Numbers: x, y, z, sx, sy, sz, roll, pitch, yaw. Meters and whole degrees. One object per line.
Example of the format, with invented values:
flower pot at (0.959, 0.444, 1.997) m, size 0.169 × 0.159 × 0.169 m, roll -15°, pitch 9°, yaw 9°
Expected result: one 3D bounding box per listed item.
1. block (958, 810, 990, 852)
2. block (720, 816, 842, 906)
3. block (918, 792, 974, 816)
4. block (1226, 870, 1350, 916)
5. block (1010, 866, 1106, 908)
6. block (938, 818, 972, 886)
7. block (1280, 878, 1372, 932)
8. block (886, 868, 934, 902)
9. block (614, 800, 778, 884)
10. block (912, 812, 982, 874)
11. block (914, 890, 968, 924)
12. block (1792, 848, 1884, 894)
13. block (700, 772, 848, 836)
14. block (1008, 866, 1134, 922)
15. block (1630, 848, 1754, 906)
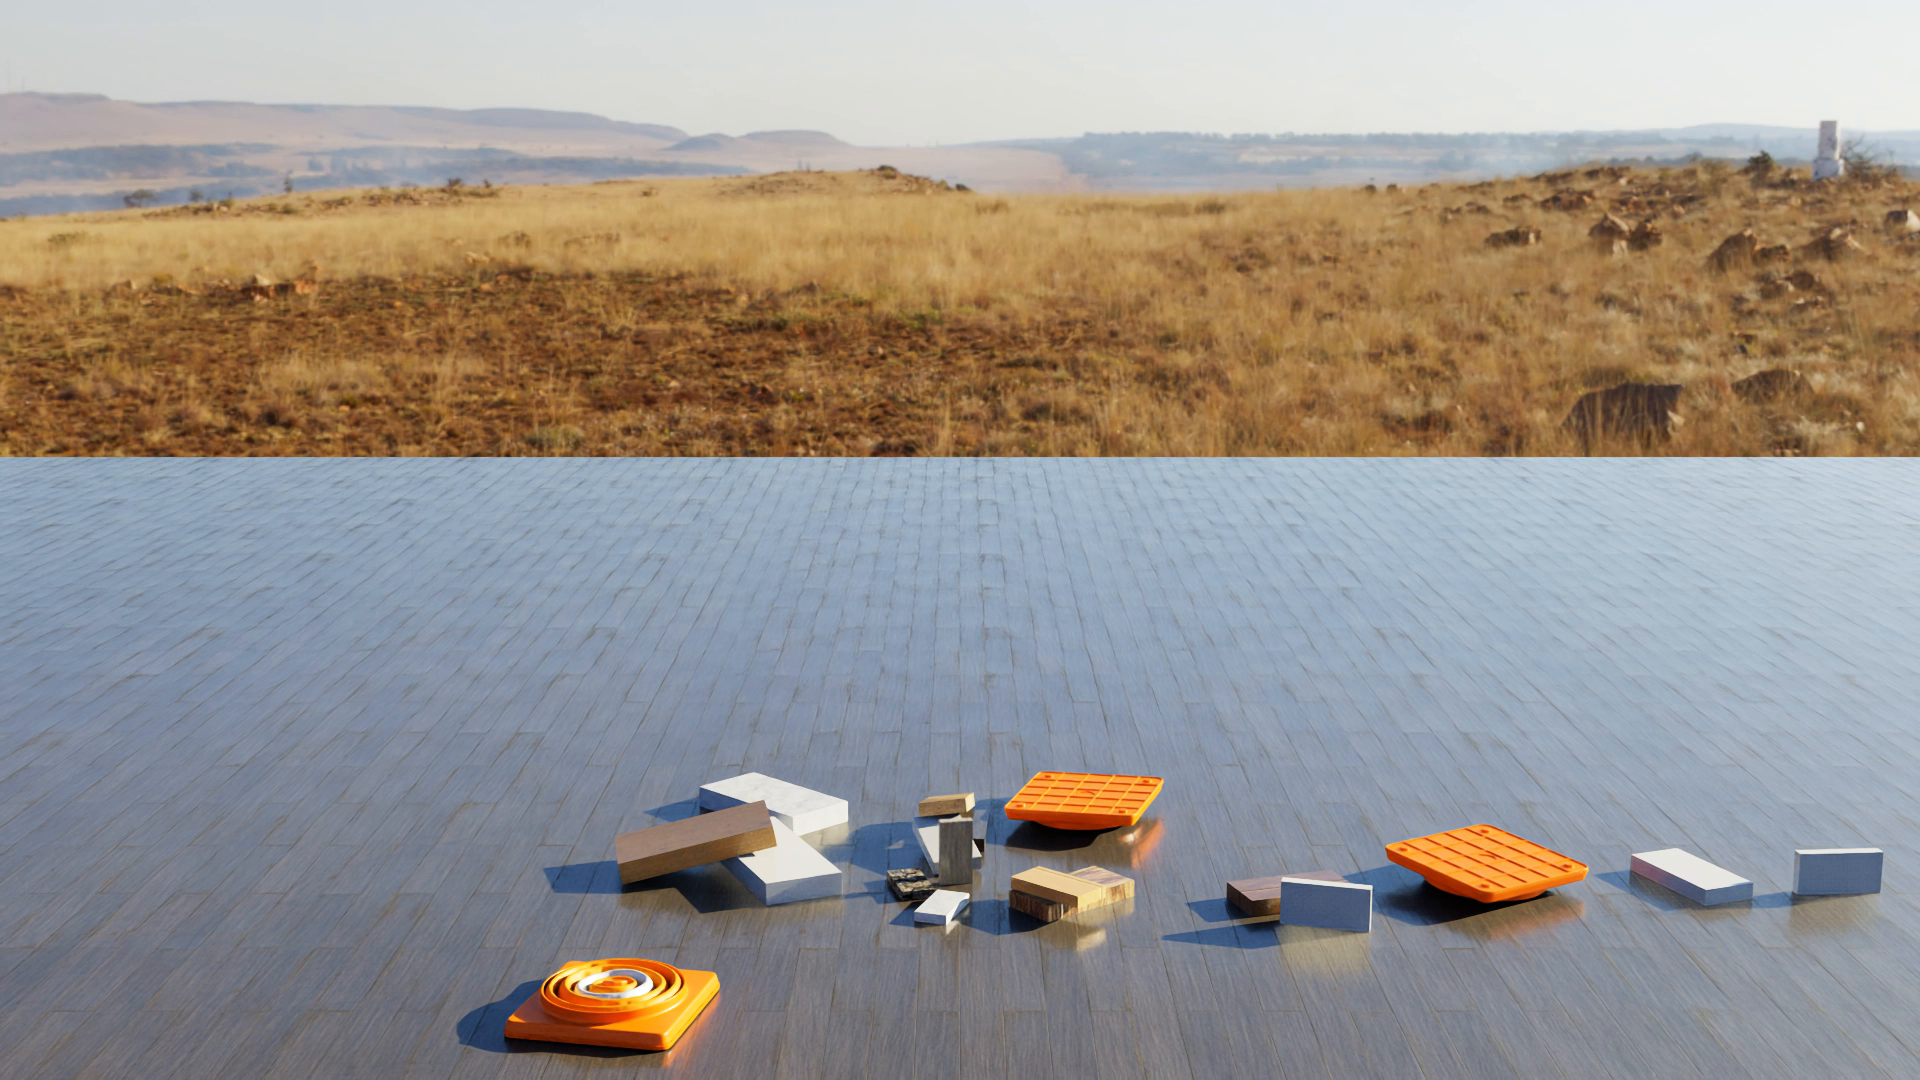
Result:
block at (0.007, 0.523, 3.965) m, size 0.084 × 0.024 × 0.168 m, roll 1°, pitch 11°, yaw 4°
block at (-0.326, 0.549, 3.786) m, size 0.134 × 0.038 × 0.333 m, roll -5°, pitch 12°, yaw -24°
block at (-0.023, 0.478, 3.978) m, size 0.084 × 0.024 × 0.168 m, roll -7°, pitch -4°, yaw 5°
block at (0.549, 0.583, 3.632) m, size 0.193 × 0.027 × 0.096 m, roll -3°, pitch 11°, yaw -18°
block at (0.160, 0.566, 3.591) m, size 0.142 × 0.020 × 0.071 m, roll 9°, pitch 14°, yaw 41°
block at (-0.007, 0.526, 3.711) m, size 0.055 × 0.111 × 0.016 m, roll -2°, pitch 11°, yaw -11°
block at (0.585, 0.583, 3.514) m, size 0.142 × 0.071 × 0.020 m, roll 3°, pitch 11°, yaw 16°
block at (-0.083, 0.578, 3.691) m, size 0.055 × 0.016 × 0.111 m, roll -3°, pitch 11°, yaw -15°
block at (-0.457, 0.519, 3.791) m, size 0.267 × 0.038 × 0.134 m, roll -13°, pitch 15°, yaw -8°
block at (-0.024, 0.529, 3.842) m, size 0.084 × 0.024 × 0.168 m, roll -6°, pitch 21°, yaw -13°
block at (-0.030, 0.598, 3.583) m, size 0.055 × 0.016 × 0.111 m, roll 4°, pitch 11°, yaw 19°
block at (1.465, 0.553, 3.671) m, size 0.142 × 0.071 × 0.020 m, roll -1°, pitch 11°, yaw -4°
block at (-0.349, 0.491, 4.097) m, size 0.267 × 0.038 × 0.134 m, roll 10°, pitch 15°, yaw 44°
block at (0.185, 0.583, 3.631) m, size 0.193 × 0.027 × 0.096 m, roll -9°, pitch 14°, yaw -39°
block at (1.234, 0.568, 3.714) m, size 0.096 × 0.027 × 0.193 m, roll -4°, pitch 11°, yaw -21°
